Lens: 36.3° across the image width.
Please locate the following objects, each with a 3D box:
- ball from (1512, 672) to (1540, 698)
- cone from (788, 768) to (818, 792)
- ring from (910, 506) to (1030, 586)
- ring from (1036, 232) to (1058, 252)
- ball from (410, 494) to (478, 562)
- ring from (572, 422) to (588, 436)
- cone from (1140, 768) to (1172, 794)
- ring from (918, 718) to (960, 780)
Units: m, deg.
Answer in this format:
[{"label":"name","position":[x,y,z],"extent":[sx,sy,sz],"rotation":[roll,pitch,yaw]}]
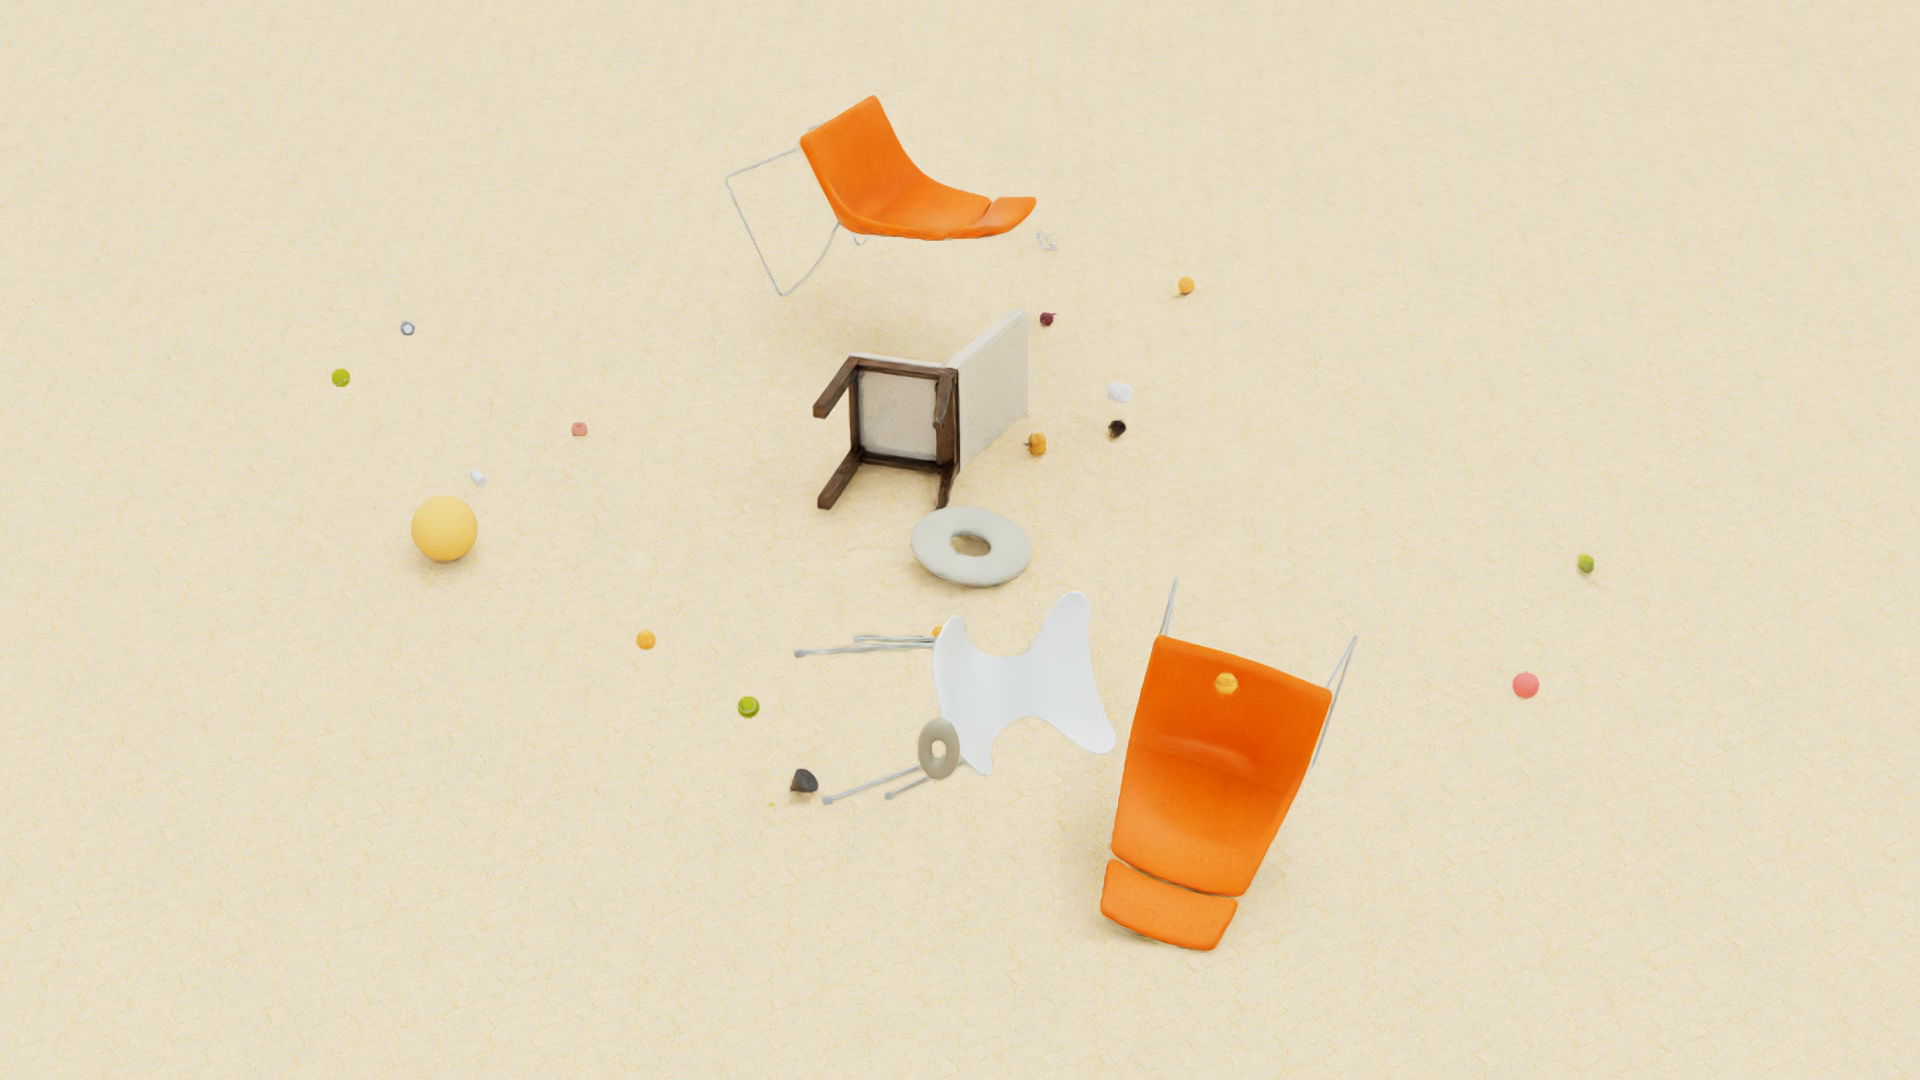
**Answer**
[{"label":"ball","position":[1.950,0.499,10.104],"extent":[0.092,0.092,0.092],"rotation":[0,33,0]},{"label":"cone","position":[-0.535,0.810,9.663],"extent":[0.109,0.086,0.085],"rotation":[25,43,-43]},{"label":"ring","position":[0.040,0.022,10.791],"extent":[0.451,0.073,0.417],"rotation":[3,42,-10]},{"label":"ring","position":[0.383,-1.311,12.873],"extent":[0.105,0.021,0.116],"rotation":[-21,70,-46]},{"label":"ball","position":[-1.897,-0.044,10.789],"extent":[0.244,0.244,0.244],"rotation":[0,33,0]},{"label":"ring","position":[-1.503,-0.438,11.571],"extent":[0.062,0.042,0.067],"rotation":[-10,38,-14]},{"label":"cone","position":[0.643,0.798,9.703],"extent":[0.111,0.078,0.054],"rotation":[22,-8,-6]},{"label":"ring","position":[-0.065,0.640,8.971],"extent":[0.131,0.226,0.052],"rotation":[3,32,3]}]
